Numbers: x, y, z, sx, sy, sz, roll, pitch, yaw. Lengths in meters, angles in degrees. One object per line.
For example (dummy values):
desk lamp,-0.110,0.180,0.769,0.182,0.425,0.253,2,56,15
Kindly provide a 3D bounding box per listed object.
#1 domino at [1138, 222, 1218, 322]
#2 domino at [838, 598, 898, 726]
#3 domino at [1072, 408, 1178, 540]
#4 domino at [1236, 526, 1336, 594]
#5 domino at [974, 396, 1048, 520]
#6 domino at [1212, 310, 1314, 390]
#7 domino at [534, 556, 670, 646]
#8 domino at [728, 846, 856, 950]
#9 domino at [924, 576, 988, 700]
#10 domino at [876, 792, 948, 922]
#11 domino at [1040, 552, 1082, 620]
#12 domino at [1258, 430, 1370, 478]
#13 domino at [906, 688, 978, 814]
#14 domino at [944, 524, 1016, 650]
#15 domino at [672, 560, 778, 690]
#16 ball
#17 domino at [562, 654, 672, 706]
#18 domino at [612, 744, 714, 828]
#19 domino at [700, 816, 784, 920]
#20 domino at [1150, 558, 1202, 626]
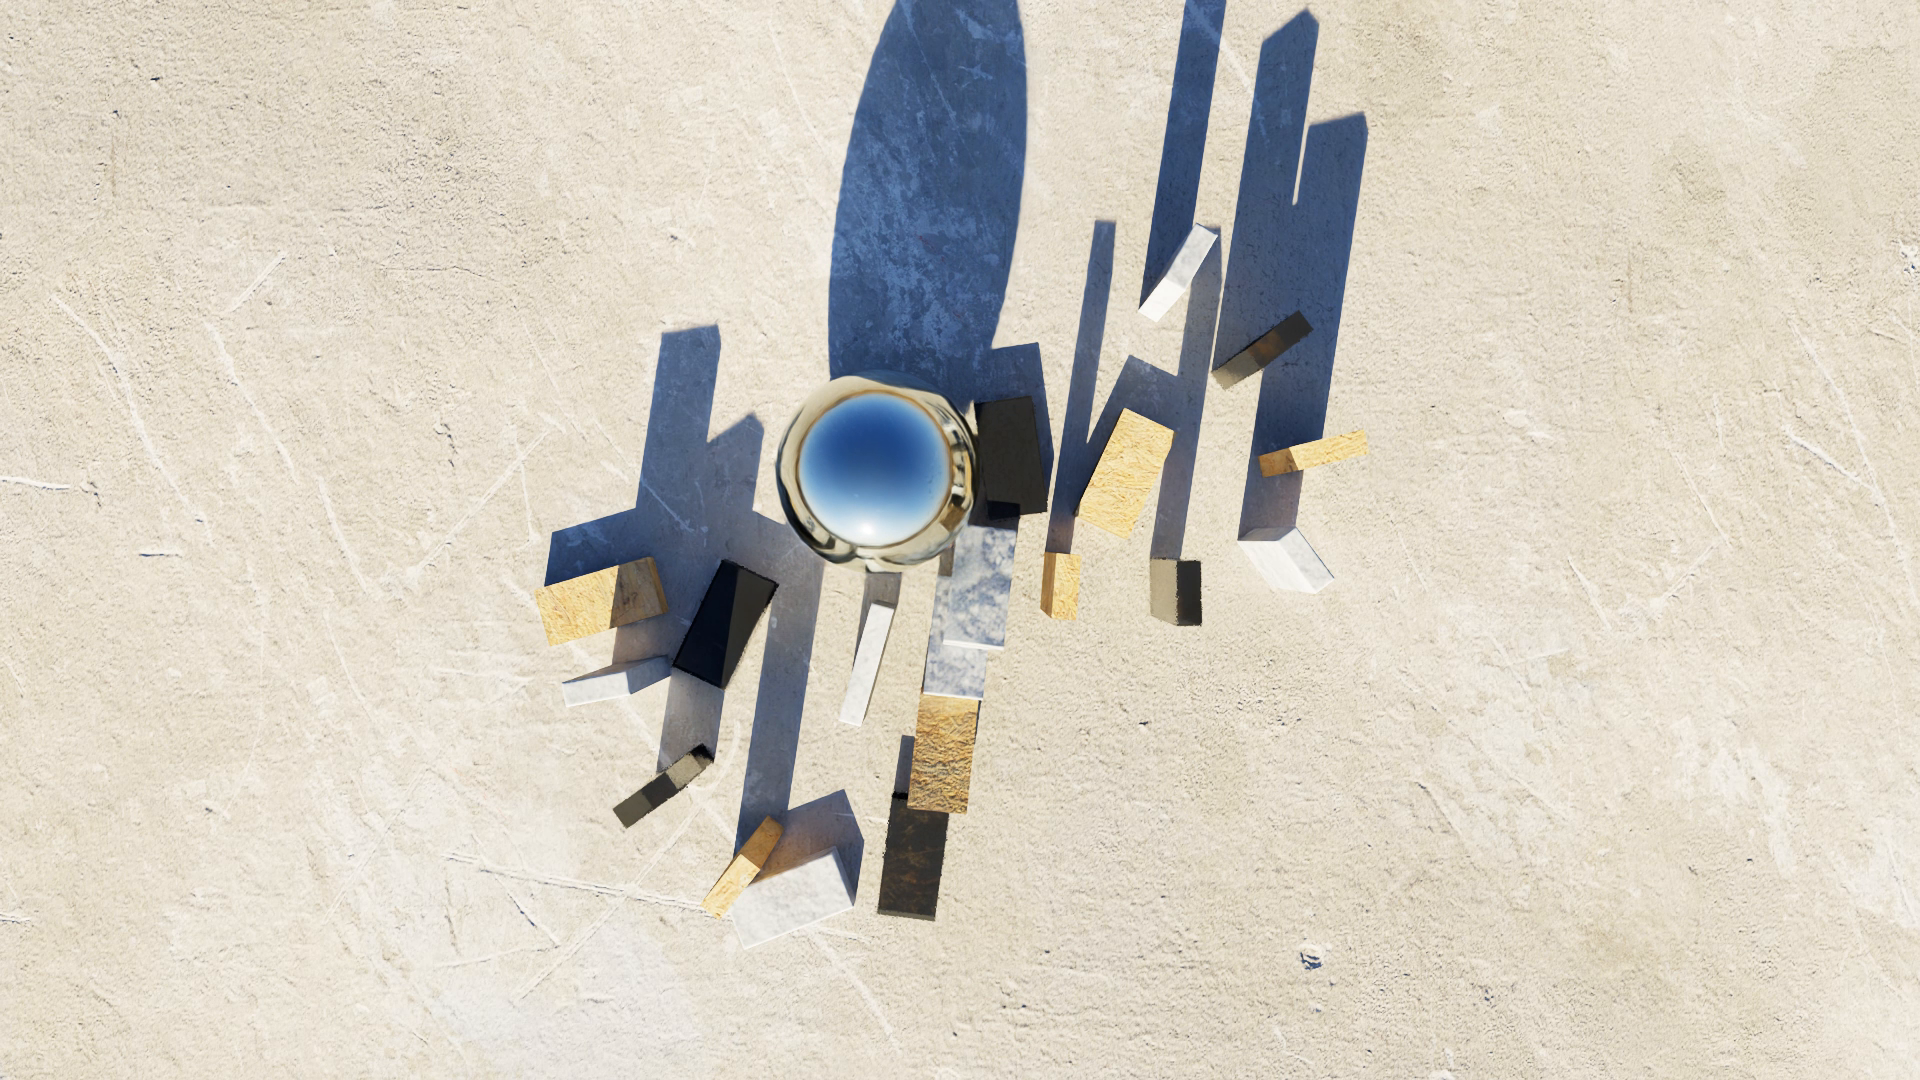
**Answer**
domino,0.088,-0.108,0.375,0.010,0.050,0.025,30,90,0
domino,-0.038,0.051,0.388,0.009,0.025,0.050,16,90,0
domino,0.071,-0.028,0.395,0.025,0.009,0.050,25,90,0
domino,0.132,0.008,0.375,0.009,0.050,0.025,-37,90,0
domino,0.022,-0.035,0.395,0.025,0.009,0.050,-8,90,0
domino,0.122,-0.077,0.375,0.025,0.050,0.009,-37,90,0
domino,-0.154,0.026,0.395,0.050,0.010,0.025,-16,90,0
domino,-0.073,0.154,0.395,0.050,0.009,0.025,-21,90,0
domino,0.000,0.042,0.390,0.025,0.010,0.050,6,79,0
domino,-0.020,0.136,0.395,0.025,0.009,0.050,7,90,0
domino,0.041,0.018,0.375,0.009,0.050,0.025,5,90,0
domino,0.143,-0.035,0.375,0.025,0.050,0.009,-14,90,0
domino,-0.007,0.089,0.390,0.025,0.009,0.050,6,78,0
domino,0.008,0.020,0.385,0.025,0.009,0.050,7,79,0
domino,-0.101,0.036,0.395,0.025,0.010,0.050,26,90,0
ball,-0.032,-0.026,0.360,0.080,0.080,0.080,0,90,0
domino,-0.139,0.057,0.375,0.025,0.050,0.009,-11,90,0
domino,-0.120,0.100,0.375,0.025,0.050,0.009,-35,90,0
domino,-0.088,0.133,0.375,0.009,0.050,0.025,39,90,0
domino,0.088,0.020,0.375,0.009,0.050,0.025,-1,90,0
